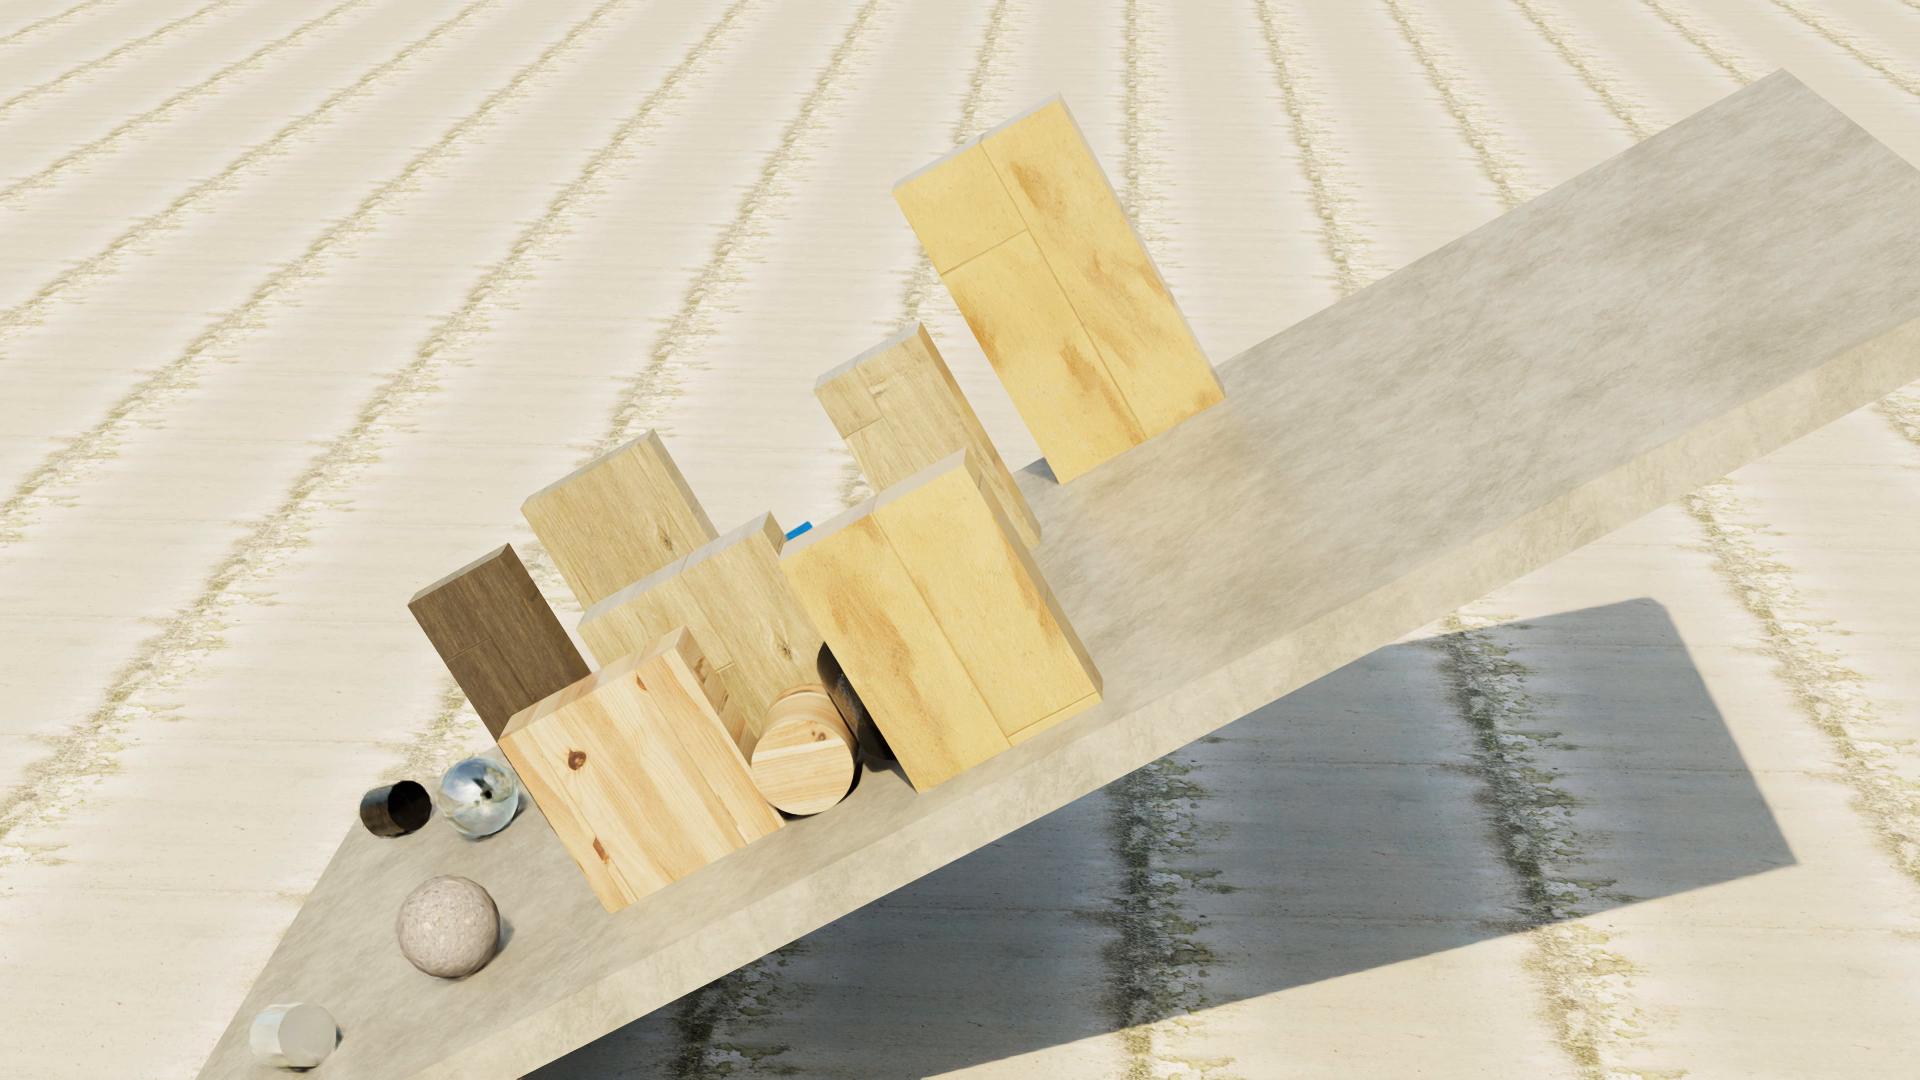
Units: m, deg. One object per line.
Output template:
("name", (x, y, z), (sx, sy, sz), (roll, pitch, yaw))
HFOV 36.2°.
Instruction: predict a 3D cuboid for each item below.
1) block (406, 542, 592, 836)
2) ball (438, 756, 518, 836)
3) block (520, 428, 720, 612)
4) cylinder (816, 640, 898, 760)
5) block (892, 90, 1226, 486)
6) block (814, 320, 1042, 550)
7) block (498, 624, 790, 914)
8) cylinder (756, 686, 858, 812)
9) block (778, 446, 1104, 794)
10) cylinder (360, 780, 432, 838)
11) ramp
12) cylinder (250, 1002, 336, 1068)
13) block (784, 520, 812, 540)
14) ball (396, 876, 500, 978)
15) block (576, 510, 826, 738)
("block", (-0.935, 0.329, 6.442), (0.243, 0.615, 0.081), (-28, 15, 12))
("ball", (-1.111, 0.591, 6.783), (0.185, 0.185, 0.185), (0, 18, 0))
("block", (-0.711, 0.086, 6.848), (0.346, 0.601, 0.094), (-28, 15, 12))
("cylinder", (-0.142, 0.279, 5.693), (0.210, 0.210, 0.210), (-8, 38, -24))
("block", (0.232, -0.578, 6.807), (0.435, 0.796, 0.116), (-28, 15, 12))
("block", (-0.069, -0.179, 6.561), (0.265, 0.550, 0.116), (-28, 15, 12))
("block", (-0.615, 0.452, 5.784), (0.407, 0.418, 0.136), (-28, 15, 12))
("cylinder", (-0.298, 0.407, 5.750), (0.197, 0.197, 0.197), (-1, 12, -2))
("block", (-0.032, 0.151, 5.433), (0.390, 0.518, 0.114), (-28, 15, 12))
("cylinder", (-1.386, 0.660, 7.223), (0.125, 0.125, 0.125), (-16, 2, 45))
("ramp", (0.142, 0.167, 6.283), (4.000, 0.100, 2.000), (-28, 15, 12))
("cylinder", (-1.355, 1.007, 5.976), (0.129, 0.129, 0.129), (-16, 2, -40))
("block", (-0.381, 0.104, 6.948), (0.195, 0.195, 0.195), (-31, 14, -2))
("ball", (-1.032, 0.781, 5.935), (0.207, 0.207, 0.207), (0, 18, 0))
("block", (-0.458, 0.261, 5.984), (0.439, 0.484, 0.127), (-28, 15, 12))
